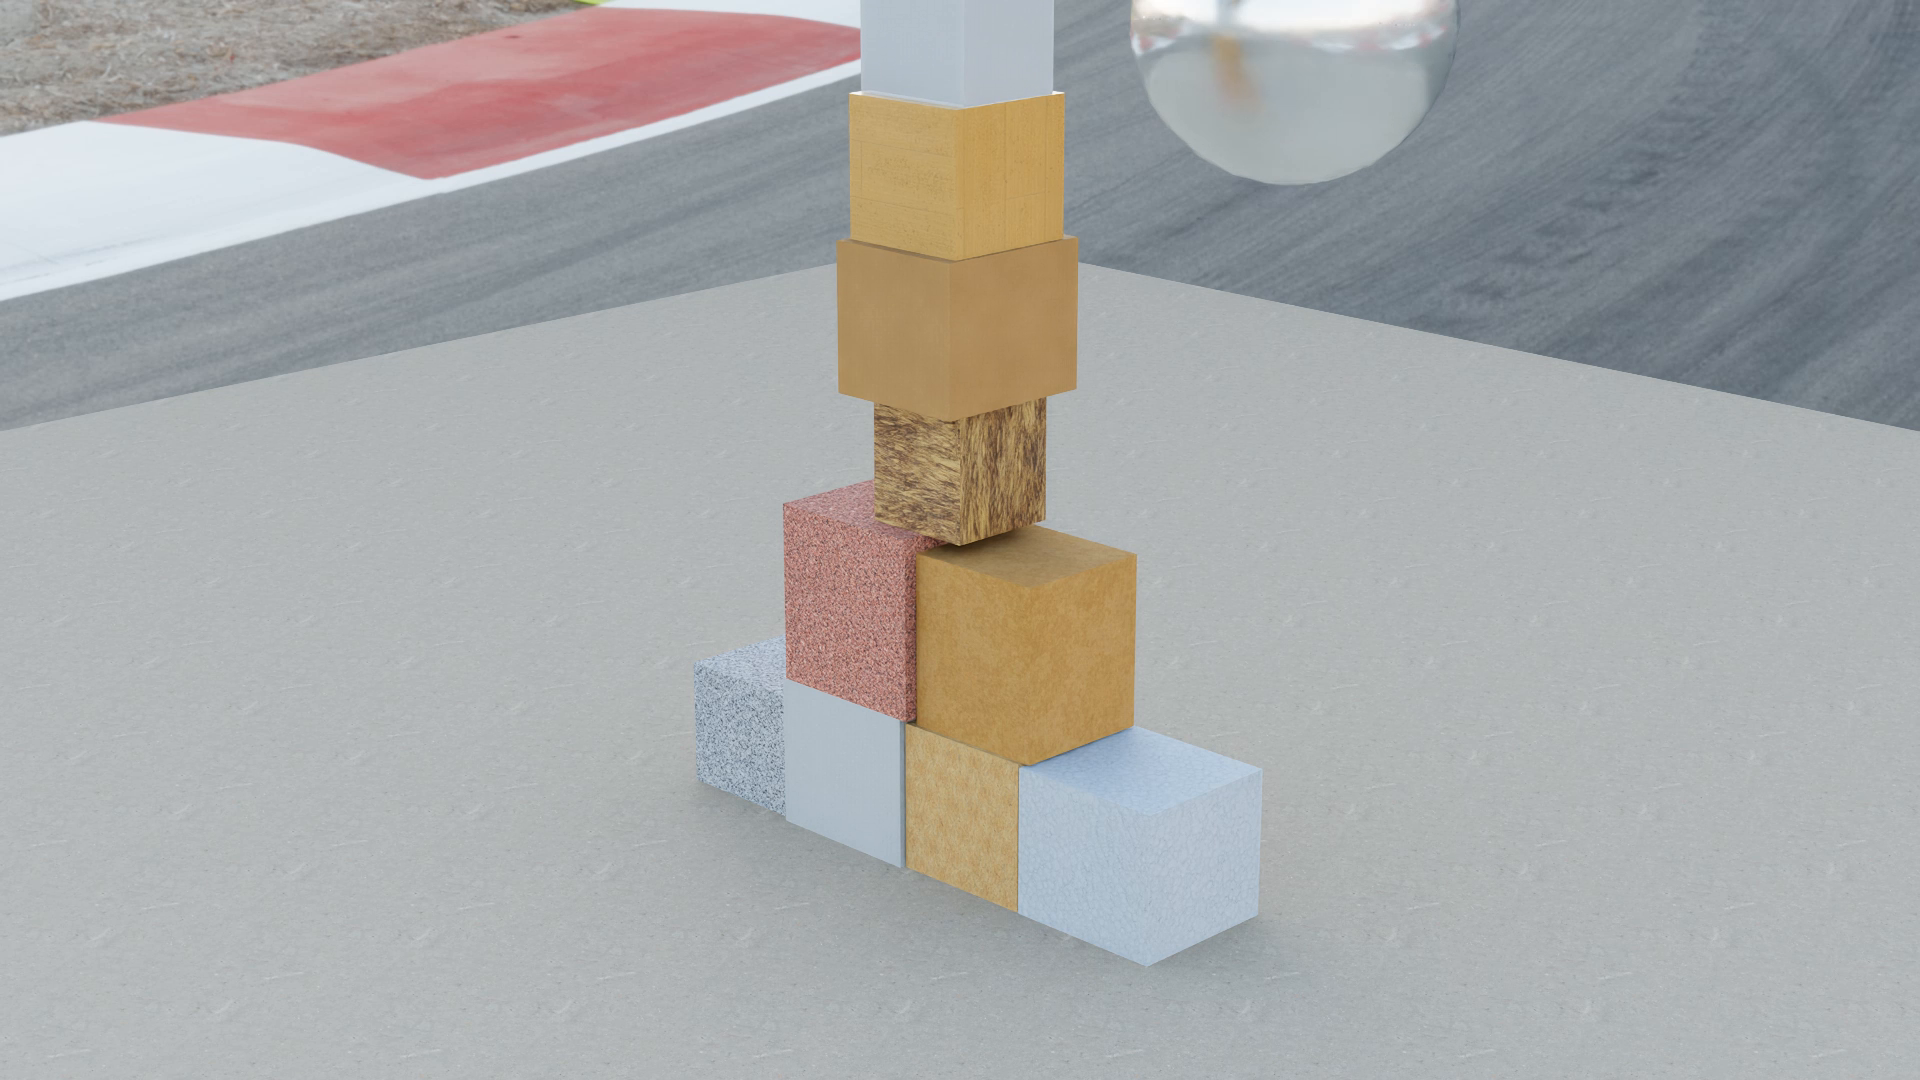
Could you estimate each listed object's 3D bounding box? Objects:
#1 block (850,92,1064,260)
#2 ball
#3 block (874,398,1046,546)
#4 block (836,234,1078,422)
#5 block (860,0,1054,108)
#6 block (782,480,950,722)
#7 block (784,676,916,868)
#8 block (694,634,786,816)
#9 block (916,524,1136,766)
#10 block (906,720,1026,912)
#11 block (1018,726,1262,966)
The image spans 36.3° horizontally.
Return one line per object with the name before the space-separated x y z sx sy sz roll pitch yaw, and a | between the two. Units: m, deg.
block | -0.013 -1.633 12.814 0.668 0.642 0.656 -17 24 -42
ball | 1.623 -2.528 14.248 1.600 1.600 1.600 0 17 0
block | 0.001 -0.380 13.223 0.550 0.608 0.546 -17 24 -42
block | -0.010 -0.998 13.018 0.804 0.693 0.704 -17 24 -42
block | -0.014 -2.241 12.623 0.545 0.632 0.632 -17 24 -42
block | -0.240 0.241 13.696 0.825 0.861 0.811 -17 24 -42
block | -0.287 0.998 13.945 0.759 0.734 0.792 -17 24 -42
block | -0.821 0.896 14.467 0.684 0.617 0.689 -17 24 -42
block | 0.296 0.451 13.185 0.685 0.818 0.706 -17 24 -42
block | 0.260 1.169 13.443 0.728 0.708 0.711 -17 24 -42
block | 0.792 1.332 12.943 0.744 0.697 0.765 -17 24 -42
